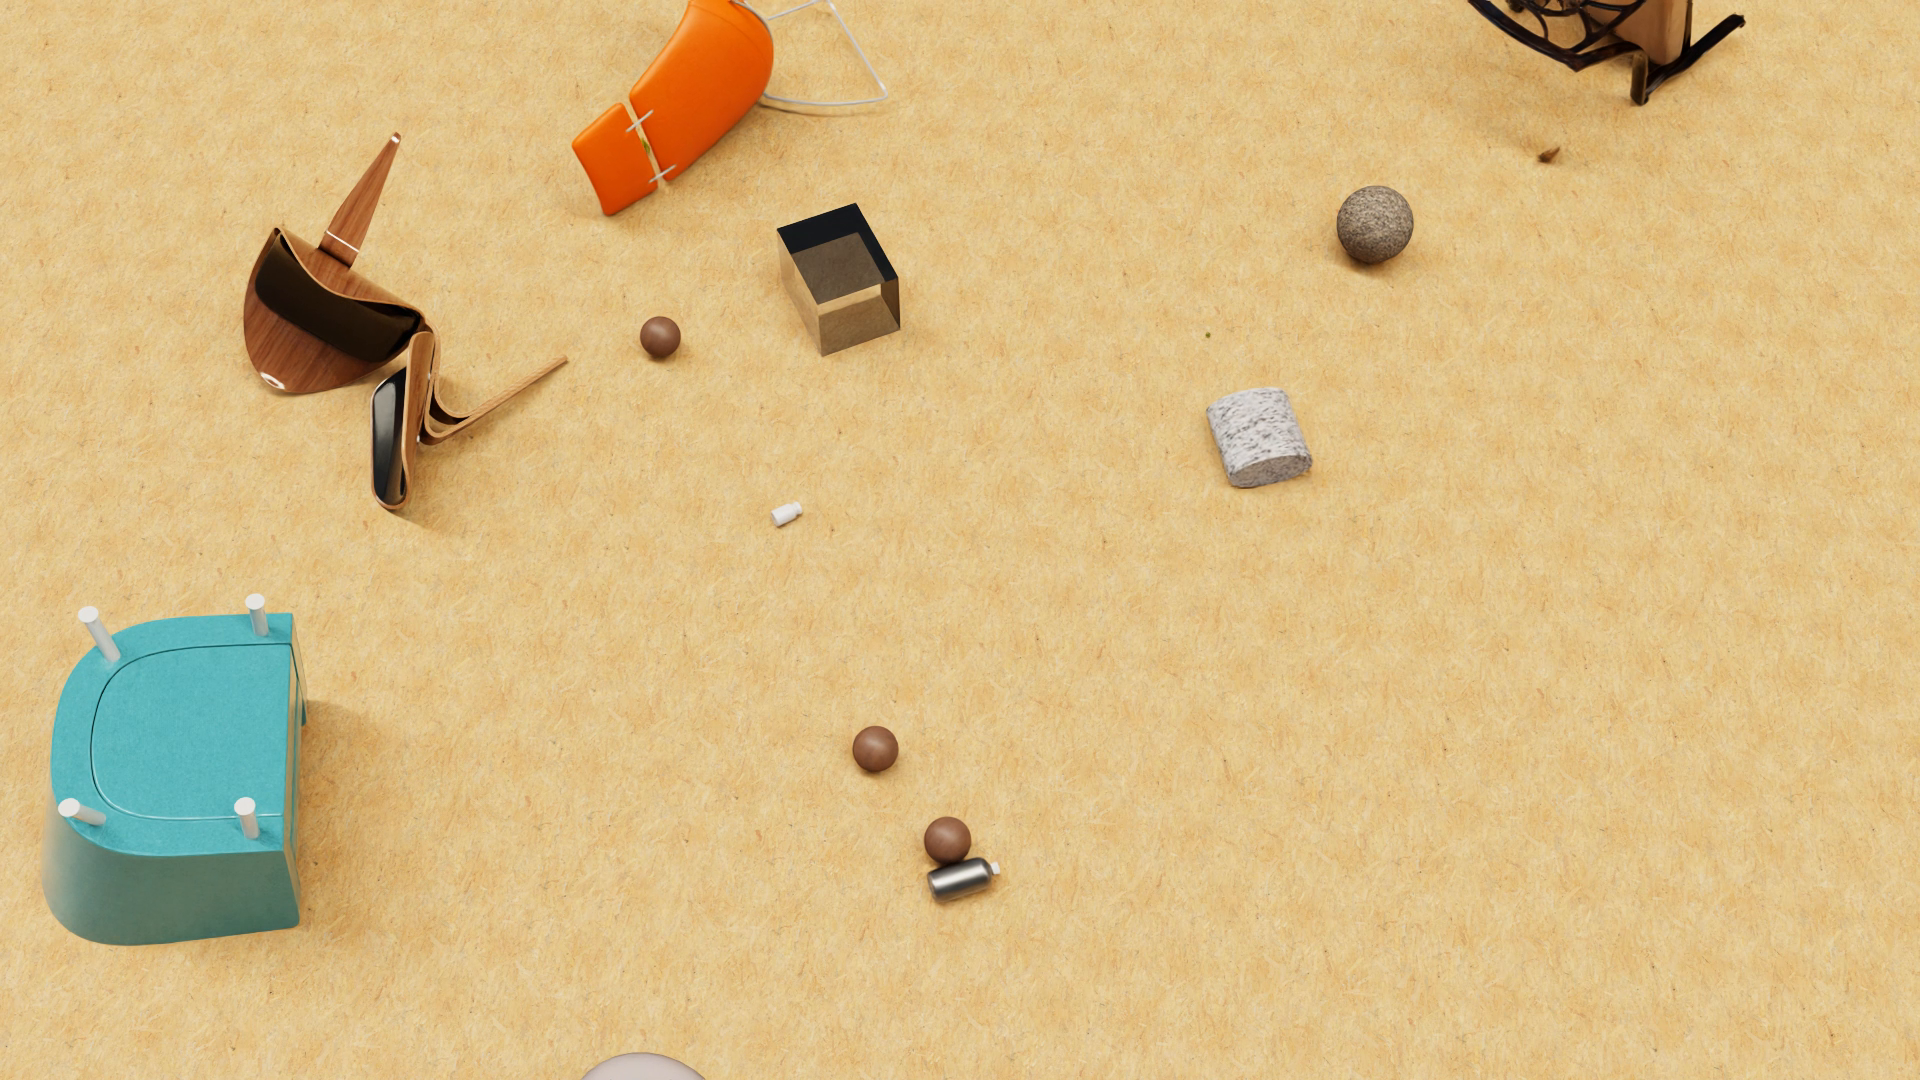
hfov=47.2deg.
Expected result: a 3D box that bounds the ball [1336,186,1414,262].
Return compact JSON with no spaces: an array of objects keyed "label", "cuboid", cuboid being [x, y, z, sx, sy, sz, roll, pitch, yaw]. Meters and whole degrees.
[{"label":"ball","cuboid":[1.342,-1.022,7.110,0.248,0.248,0.248,0,56,0]}]

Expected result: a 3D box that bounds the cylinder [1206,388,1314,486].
[{"label":"cylinder","cuboid":[0.912,-0.315,6.700,0.261,0.140,0.263,-12,57,-5]}]

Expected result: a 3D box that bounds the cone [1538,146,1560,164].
[{"label":"cone","cuboid":[1.995,-1.293,7.423,0.084,0.076,0.047,-23,99,-25]}]

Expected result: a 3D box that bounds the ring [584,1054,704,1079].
[{"label":"ring","cuboid":[-0.774,1.494,5.476,0.404,0.163,0.478,-40,64,-22]}]

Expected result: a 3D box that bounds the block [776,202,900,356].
[{"label":"block","cuboid":[-0.384,-0.826,6.974,0.272,0.256,0.343,-20,59,-13]}]
